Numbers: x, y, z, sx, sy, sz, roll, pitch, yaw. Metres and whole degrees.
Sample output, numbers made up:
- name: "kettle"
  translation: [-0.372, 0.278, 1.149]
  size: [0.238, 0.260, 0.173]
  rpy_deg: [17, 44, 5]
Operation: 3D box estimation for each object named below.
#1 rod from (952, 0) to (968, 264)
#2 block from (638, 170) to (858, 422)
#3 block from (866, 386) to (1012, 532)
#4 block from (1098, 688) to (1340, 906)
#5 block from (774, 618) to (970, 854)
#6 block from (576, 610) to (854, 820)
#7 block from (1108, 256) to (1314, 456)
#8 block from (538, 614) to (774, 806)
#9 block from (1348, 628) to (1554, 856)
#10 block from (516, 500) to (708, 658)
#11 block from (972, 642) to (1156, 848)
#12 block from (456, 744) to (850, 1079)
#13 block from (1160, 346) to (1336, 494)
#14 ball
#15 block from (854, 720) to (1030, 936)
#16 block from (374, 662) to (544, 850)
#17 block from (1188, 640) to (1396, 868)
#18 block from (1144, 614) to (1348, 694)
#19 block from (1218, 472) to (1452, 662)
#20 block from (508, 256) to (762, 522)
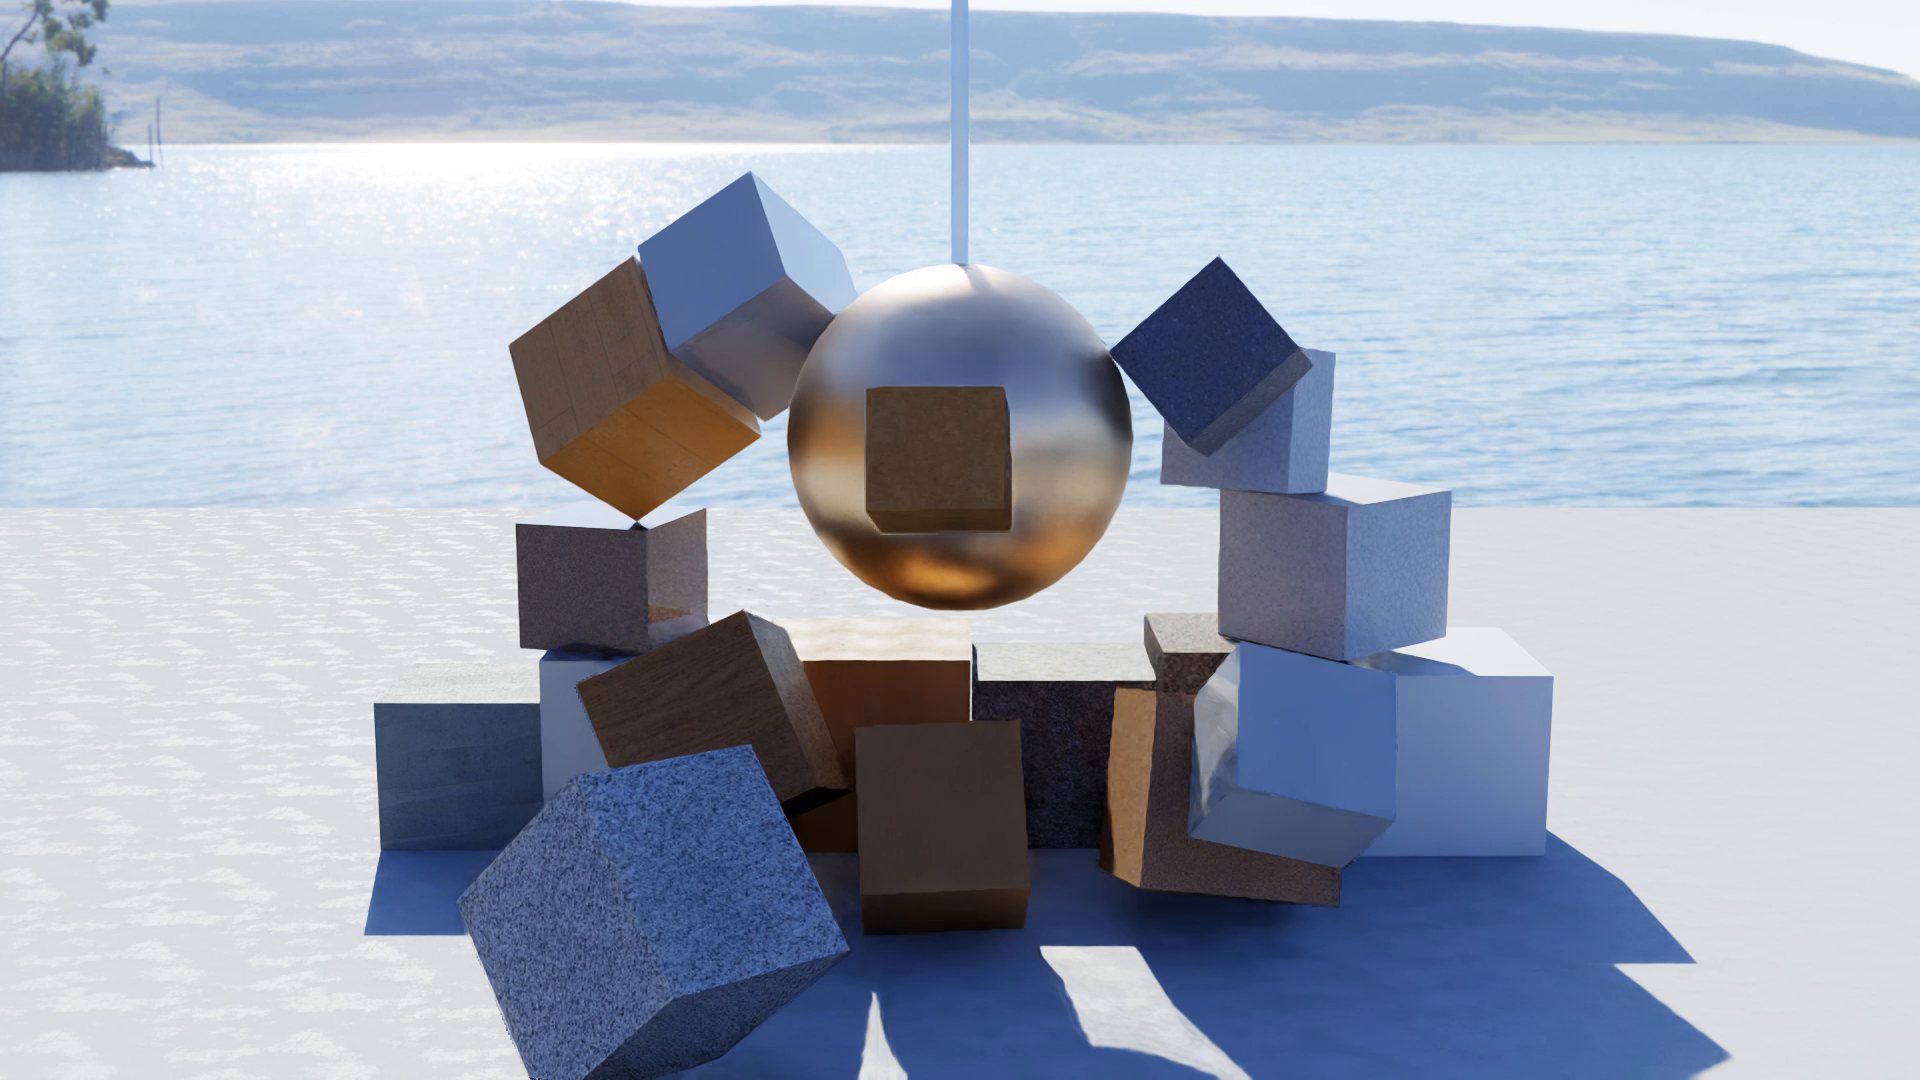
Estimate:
- name: "rod"
  translation: [0.000, -3.866, 10.063]
  size: [0.080, 5.200, 0.080]
  rpy_deg: [0, 1, 0]
- name: "block"
  translation: [-0.977, -1.165, 10.642]
  size: [0.684, 0.679, 0.818]
  rpy_deg: [-31, -33, 16]
- name: "block"
  translation: [-0.077, -0.311, 8.683]
  size: [0.528, 0.476, 0.576]
  rpy_deg: [-1, -8, 4]
- name: "block"
  translation: [1.195, 1.149, 10.038]
  size: [0.885, 0.851, 0.935]
  rpy_deg: [6, -4, -7]
- name: "block"
  translation: [-0.469, 0.989, 11.357]
  size: [1.044, 0.990, 0.966]
  rpy_deg: [0, 10, 0]
- name: "block"
  translation: [-1.090, 0.909, 10.016]
  size: [0.809, 0.838, 0.970]
  rpy_deg: [-24, -10, 3]
- name: "block"
  translation: [1.163, -0.831, 10.101]
  size: [0.652, 0.556, 0.647]
  rpy_deg: [-41, -12, 10]
- name: "block"
  translation: [-1.531, 0.986, 11.369]
  size: [1.050, 0.993, 1.067]
  rpy_deg: [0, 10, 1]
- name: "block"
  translation: [2.404, 1.021, 11.379]
  size: [1.003, 0.921, 1.083]
  rpy_deg: [0, 10, 0]
- name: "block"
  translation: [-1.760, 0.187, 11.207]
  size: [0.712, 0.637, 0.724]
  rpy_deg: [3, 11, 17]
- name: "block"
  translation: [0.519, 1.047, 11.383]
  size: [0.913, 0.867, 0.837]
  rpy_deg: [0, 10, 0]
- name: "block"
  translation: [-1.122, 1.392, 7.954]
  size: [0.805, 0.853, 0.925]
  rpy_deg: [-6, -30, -46]
- name: "block"
  translation: [1.416, -0.601, 10.775]
  size: [0.645, 0.691, 0.624]
  rpy_deg: [5, 4, 26]
- name: "ball"
  translation: [0.000, -0.466, 10.139]
  size: [1.600, 1.600, 1.600]
  rpy_deg: [0, 10, 0]
- name: "block"
  translation: [-0.085, 1.274, 9.695]
  size: [0.716, 0.749, 0.678]
  rpy_deg: [-2, -24, -2]
- name: "block"
  translation: [-2.482, 1.105, 11.364]
  size: [0.841, 0.761, 0.846]
  rpy_deg: [0, 10, 0]
- name: "block"
  translation: [1.386, 0.902, 9.185]
  size: [0.689, 0.662, 0.547]
  rpy_deg: [13, -31, -10]
- name: "block"
  translation: [1.443, 0.976, 11.327]
  size: [0.904, 1.026, 0.930]
  rpy_deg: [0, 10, -1]
- name: "block"
  translation: [1.885, 0.112, 11.099]
  size: [0.810, 0.756, 0.819]
  rpy_deg: [-9, 14, -40]
- name: "block"
  translation: [-1.591, -0.731, 10.768]
  size: [0.800, 0.766, 0.745]
  rpy_deg: [-33, -35, 16]
